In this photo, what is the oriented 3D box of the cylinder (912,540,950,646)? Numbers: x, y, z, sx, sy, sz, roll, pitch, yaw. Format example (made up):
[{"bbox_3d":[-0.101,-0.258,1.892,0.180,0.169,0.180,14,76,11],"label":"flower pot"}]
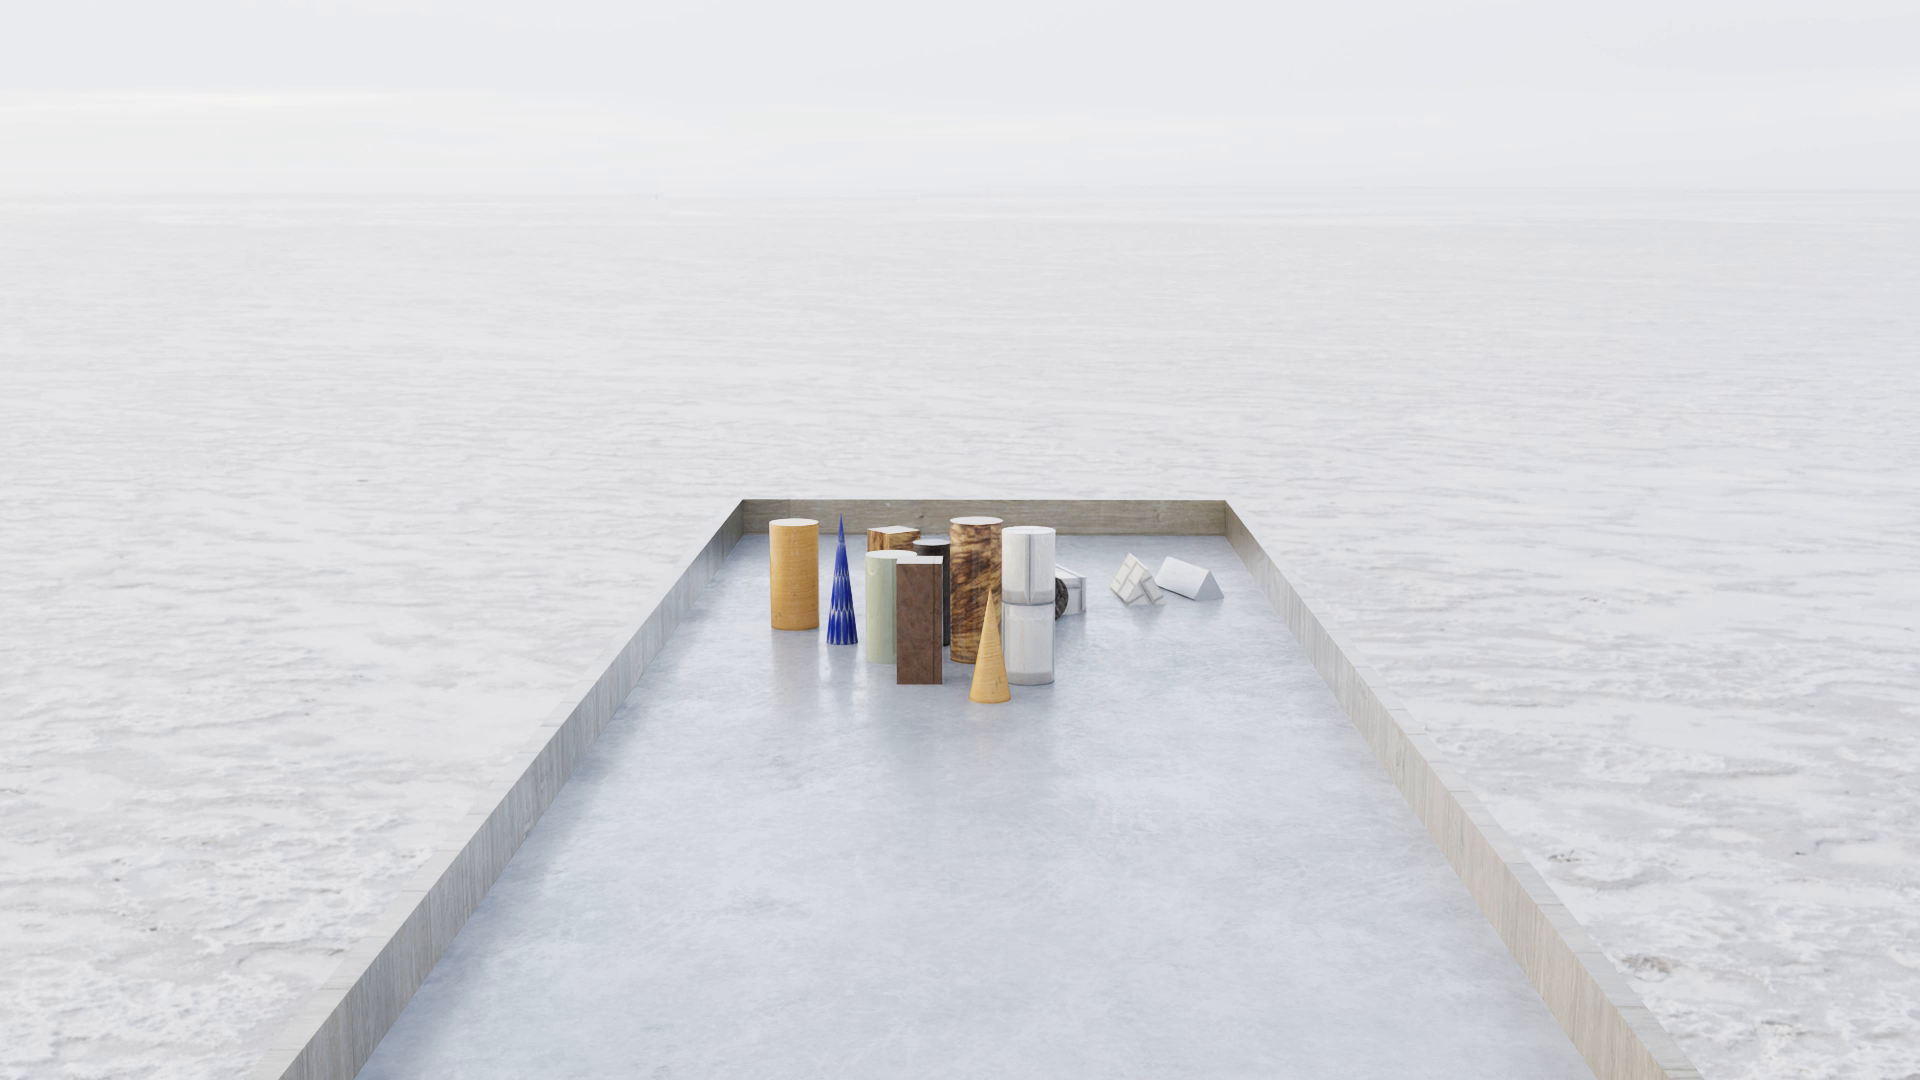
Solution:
[{"bbox_3d":[-0.088,0.167,6.919,0.120,0.324,0.120,0,9,0],"label":"cylinder"}]

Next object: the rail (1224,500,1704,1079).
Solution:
[{"bbox_3d":[1.046,0.843,3.208,0.050,0.150,12.000,0,9,1],"label":"rail"}]

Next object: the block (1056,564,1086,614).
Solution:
[{"bbox_3d":[0.299,0.156,7.633,0.123,0.123,0.446,-3,9,-18],"label":"block"}]

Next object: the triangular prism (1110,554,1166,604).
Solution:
[{"bbox_3d":[0.627,0.133,7.760,0.140,0.121,0.342,-1,9,-6],"label":"triangular prism"}]

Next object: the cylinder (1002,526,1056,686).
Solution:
[{"bbox_3d":[0.199,0.191,6.389,0.155,0.444,0.155,0,9,0],"label":"cylinder"}]

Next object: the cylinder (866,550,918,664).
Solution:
[{"bbox_3d":[-0.209,0.203,6.697,0.157,0.323,0.157,0,9,0],"label":"cylinder"}]

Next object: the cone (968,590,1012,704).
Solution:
[{"bbox_3d":[0.084,0.289,6.162,0.119,0.320,0.119,0,9,0],"label":"cone"}]

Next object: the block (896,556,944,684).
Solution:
[{"bbox_3d":[-0.116,0.233,6.405,0.131,0.355,0.131,0,9,1],"label":"block"}]

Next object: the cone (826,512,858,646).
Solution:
[{"bbox_3d":[-0.374,0.116,6.938,0.102,0.418,0.102,0,9,0],"label":"cone"}]

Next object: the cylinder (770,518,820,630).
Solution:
[{"bbox_3d":[-0.541,0.112,7.199,0.161,0.345,0.161,0,9,0],"label":"cylinder"}]

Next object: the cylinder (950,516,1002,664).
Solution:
[{"bbox_3d":[0.050,0.152,6.688,0.160,0.427,0.160,0,9,0],"label":"cylinder"}]

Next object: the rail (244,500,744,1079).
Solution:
[{"bbox_3d":[-1.004,0.839,3.234,0.050,0.150,12.000,0,9,1],"label":"rail"}]

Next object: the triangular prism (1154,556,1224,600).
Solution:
[{"bbox_3d":[0.812,0.132,7.834,0.116,0.101,0.331,-4,10,-20],"label":"triangular prism"}]

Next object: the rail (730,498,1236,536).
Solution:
[{"bbox_3d":[0.099,-0.098,9.147,2.100,0.150,0.050,0,9,1],"label":"rail"}]

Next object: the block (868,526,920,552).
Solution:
[{"bbox_3d":[-0.217,0.123,7.223,0.125,0.317,0.125,-7,11,-37],"label":"block"}]

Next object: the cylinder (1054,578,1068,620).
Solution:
[{"bbox_3d":[0.217,0.176,7.403,0.156,0.156,0.300,-5,10,-30],"label":"cylinder"}]
